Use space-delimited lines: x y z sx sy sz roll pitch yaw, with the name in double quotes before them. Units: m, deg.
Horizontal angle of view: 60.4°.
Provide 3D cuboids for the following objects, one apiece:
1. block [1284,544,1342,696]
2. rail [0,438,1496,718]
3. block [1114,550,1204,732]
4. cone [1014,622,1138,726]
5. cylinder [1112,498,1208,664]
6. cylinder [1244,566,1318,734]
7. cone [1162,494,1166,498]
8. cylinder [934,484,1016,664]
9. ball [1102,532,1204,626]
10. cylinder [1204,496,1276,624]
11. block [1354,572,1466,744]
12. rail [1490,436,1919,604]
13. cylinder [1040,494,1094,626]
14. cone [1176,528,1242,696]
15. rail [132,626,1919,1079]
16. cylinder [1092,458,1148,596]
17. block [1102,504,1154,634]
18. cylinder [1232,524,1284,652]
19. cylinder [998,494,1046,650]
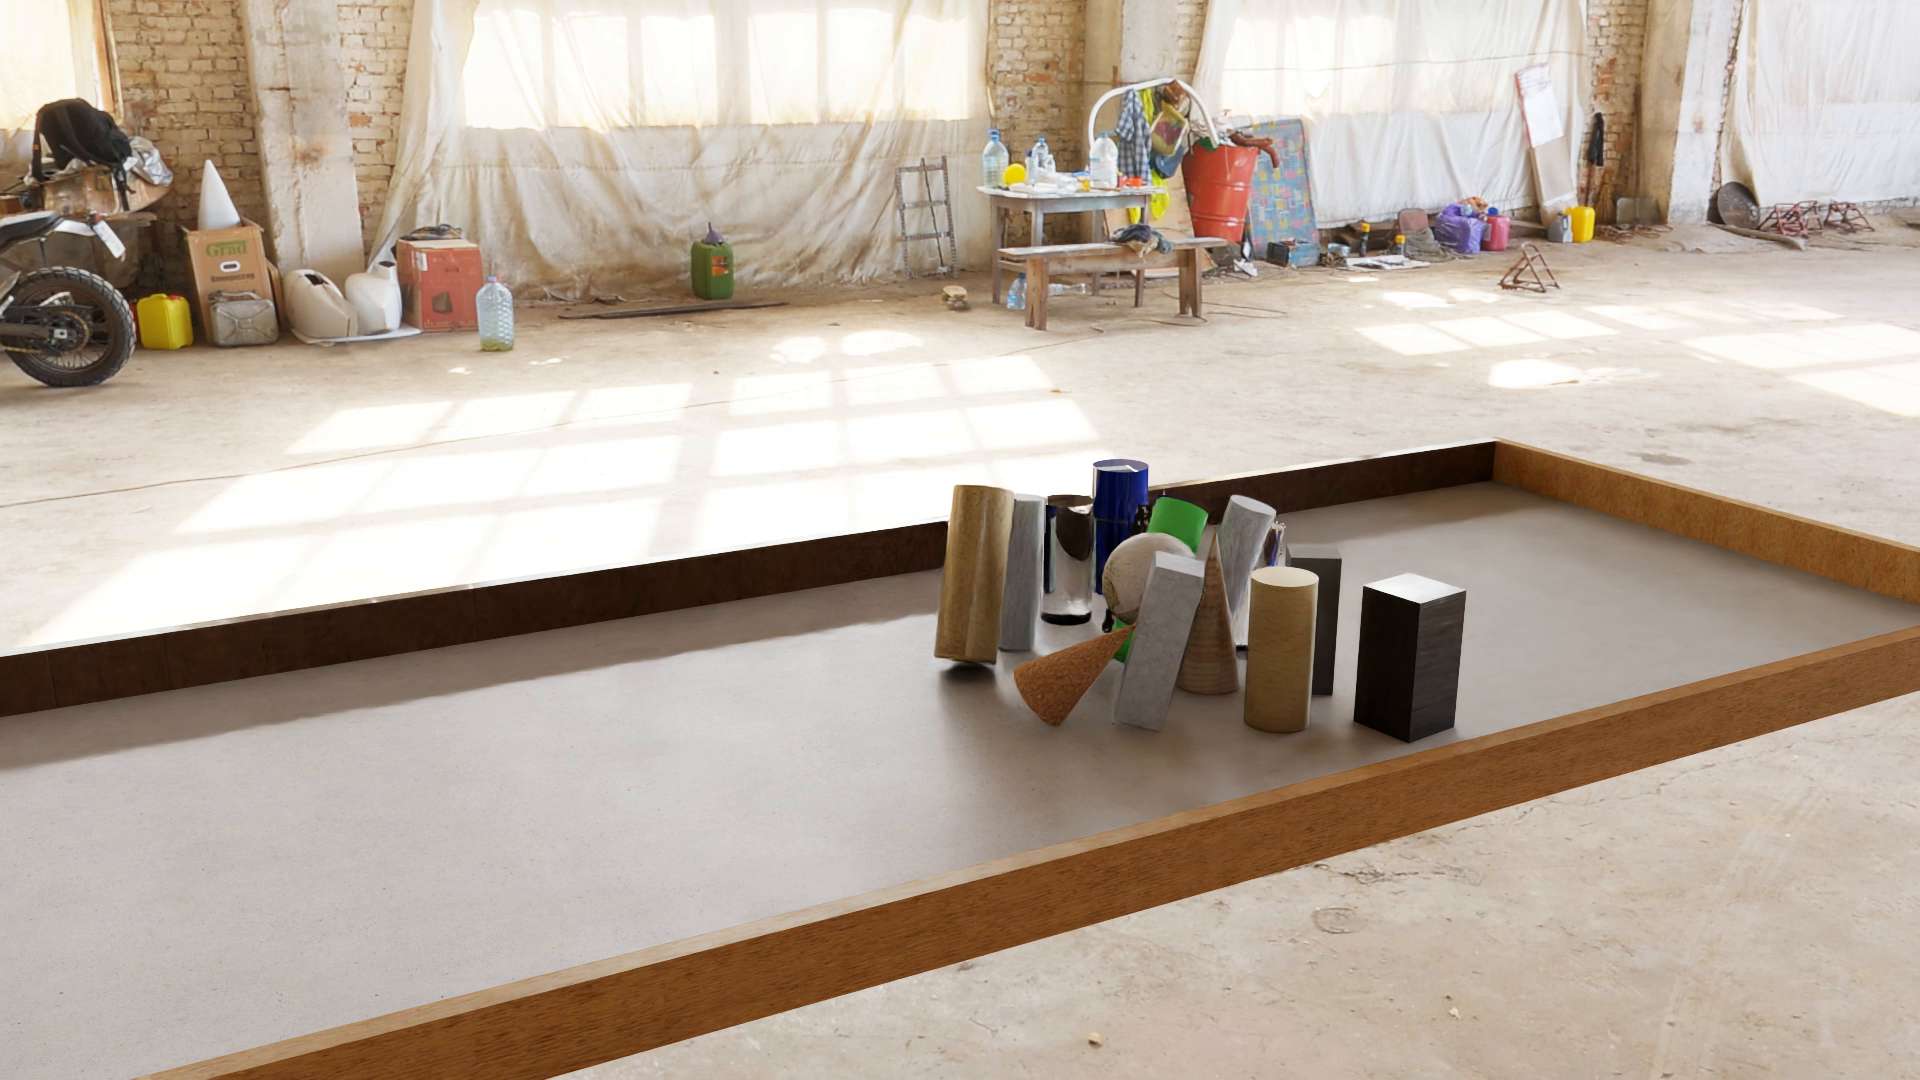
"block" 0.862 0.195 4.068 0.120 0.351 0.120 1 16 5
"rail" -3.305 0.497 3.399 12.000 0.150 0.050 -9 18 -27
"block" 0.461 0.234 3.834 0.114 0.390 0.114 14 19 2
"cone" 0.298 0.276 3.825 0.311 0.171 0.171 -38 4 21
"cylinder" 0.505 0.112 4.218 0.139 0.423 0.139 19 -13 5
"cylinder" 0.748 0.256 3.848 0.154 0.359 0.154 0 16 0
"cone" 0.562 0.035 4.591 0.136 0.363 0.136 0 16 0
"cylinder" 0.037 0.089 4.216 0.160 0.444 0.160 7 -5 1
"ball" 0.470 0.103 4.023 0.246 0.246 0.246 0 16 0
"cylinder" 0.679 0.099 4.228 0.120 0.413 0.120 16 17 -5
"block" 1.044 0.271 3.833 0.163 0.337 0.163 -12 20 -35
"rail" 2.466 -0.048 5.253 0.050 0.150 2.100 -9 18 -27
"cylinder" 0.296 0.054 4.573 0.145 0.338 0.145 0 16 0
"cone" 0.622 0.163 4.072 0.166 0.410 0.166 0 16 0
"rail" -2.336 1.006 1.665 12.000 0.150 0.050 -9 18 -27
"cylinder" 0.464 -0.037 4.820 0.164 0.372 0.164 0 16 0
"block" 0.491 0.094 4.386 0.106 0.351 0.106 14 -7 28
"cylinder" 0.754 0.116 4.336 0.136 0.331 0.136 9 9 -1
"cylinder" 0.160 0.084 4.346 0.102 0.400 0.102 3 12 -1
